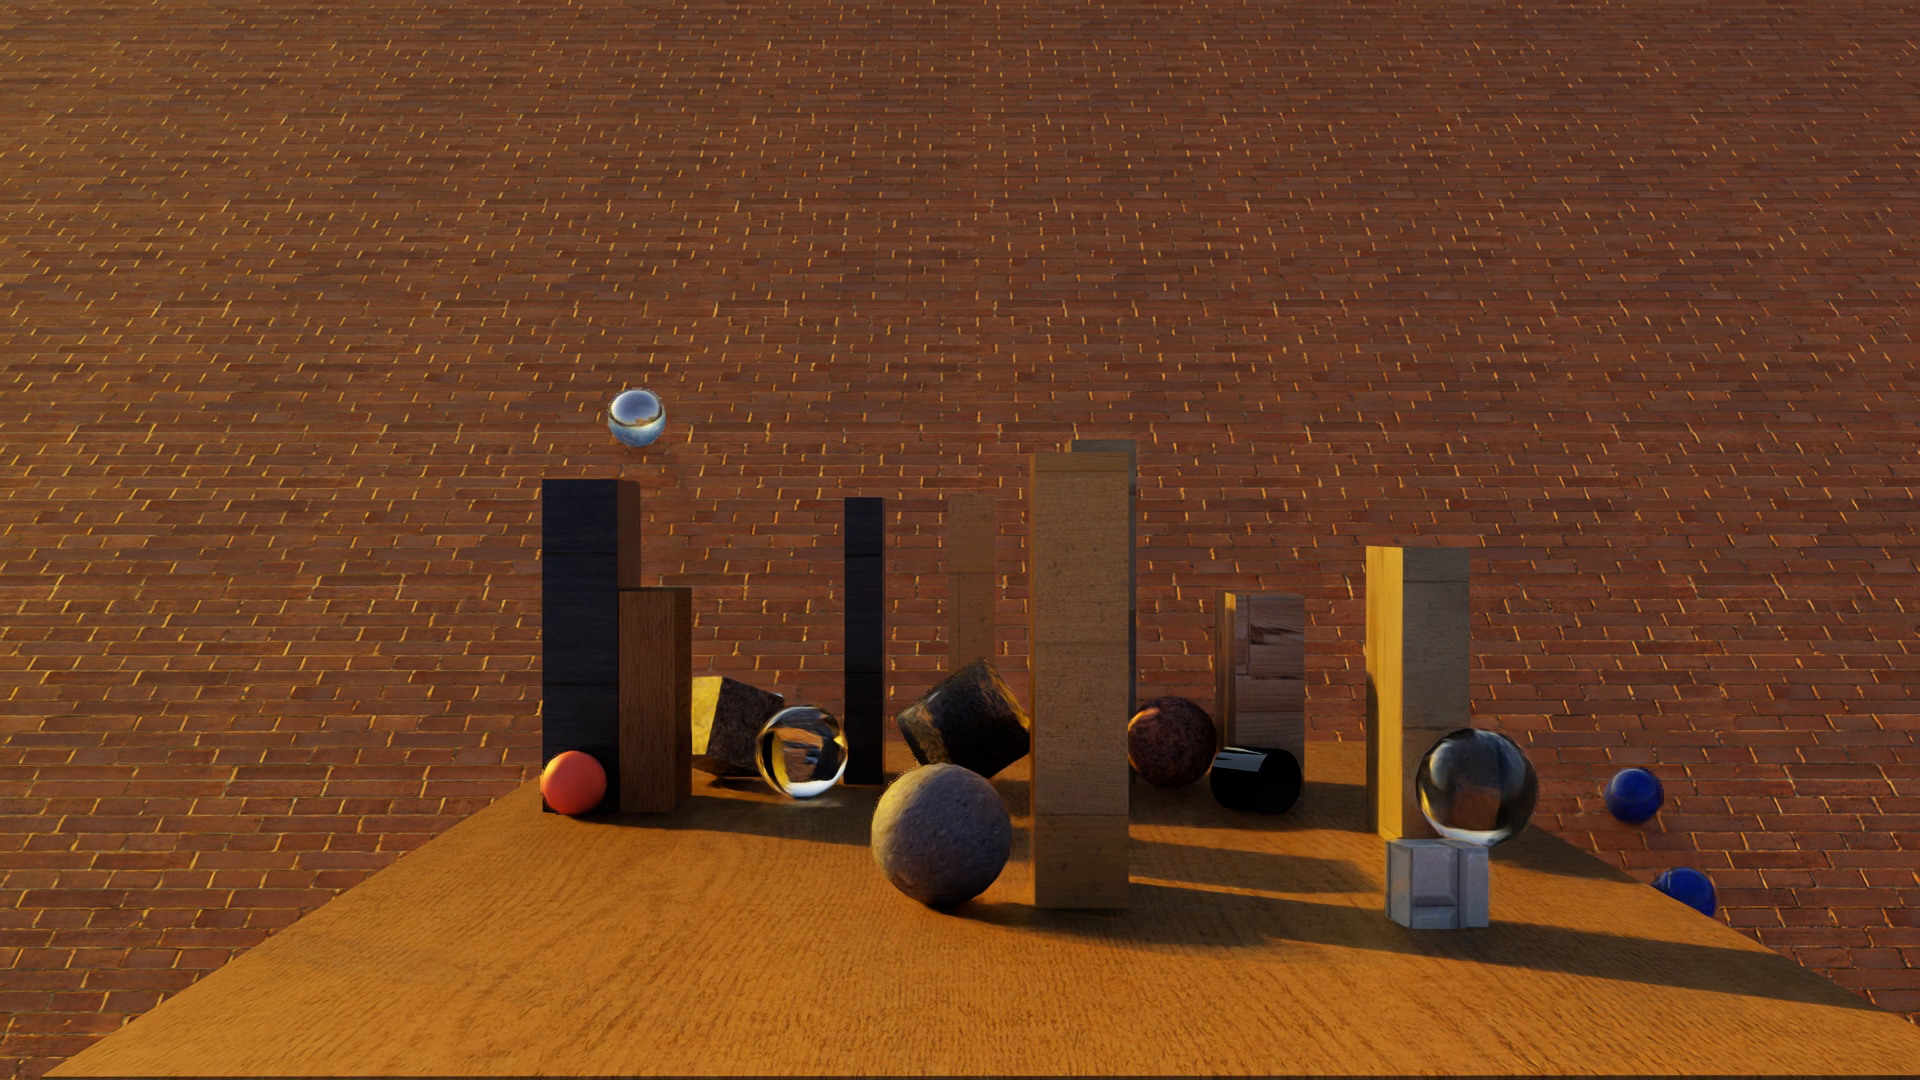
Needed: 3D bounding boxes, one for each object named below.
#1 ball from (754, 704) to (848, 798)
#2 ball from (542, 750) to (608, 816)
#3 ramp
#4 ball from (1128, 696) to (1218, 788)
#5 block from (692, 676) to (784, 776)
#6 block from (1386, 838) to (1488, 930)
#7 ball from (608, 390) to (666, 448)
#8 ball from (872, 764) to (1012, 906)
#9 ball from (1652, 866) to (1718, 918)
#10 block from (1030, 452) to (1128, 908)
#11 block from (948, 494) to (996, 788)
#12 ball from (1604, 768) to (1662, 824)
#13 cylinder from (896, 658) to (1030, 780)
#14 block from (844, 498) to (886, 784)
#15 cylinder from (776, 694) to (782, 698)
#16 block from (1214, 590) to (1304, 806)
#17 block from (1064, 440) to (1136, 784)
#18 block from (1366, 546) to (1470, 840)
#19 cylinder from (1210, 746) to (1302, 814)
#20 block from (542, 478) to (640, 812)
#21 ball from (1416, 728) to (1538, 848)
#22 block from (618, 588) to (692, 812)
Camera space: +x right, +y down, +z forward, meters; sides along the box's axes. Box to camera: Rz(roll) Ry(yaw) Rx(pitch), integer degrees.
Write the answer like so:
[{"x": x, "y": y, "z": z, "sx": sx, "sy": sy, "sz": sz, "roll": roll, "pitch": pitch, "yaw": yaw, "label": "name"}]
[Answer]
[{"x": -0.323, "y": 0.430, "z": 5.272, "sx": 0.191, "sy": 0.191, "sz": 0.191, "roll": 0, "pitch": 29, "yaw": 0, "label": "ball"}, {"x": -0.738, "y": 0.466, "z": 4.953, "sx": 0.124, "sy": 0.124, "sz": 0.124, "roll": 0, "pitch": 29, "yaw": 0, "label": "ball"}, {"x": 0.065, "y": 0.580, "z": 4.626, "sx": 2.000, "sy": 0.100, "sz": 4.000, "roll": 0, "pitch": 0, "yaw": 0, "label": "ramp"}, {"x": 0.447, "y": 0.427, "z": 5.473, "sx": 0.195, "sy": 0.195, "sz": 0.195, "roll": 0, "pitch": 29, "yaw": 0, "label": "ball"}, {"x": -0.517, "y": 0.406, "z": 5.604, "sx": 0.174, "sy": 0.174, "sz": 0.174, "roll": 24, "pitch": -20, "yaw": -38, "label": "block"}, {"x": 0.669, "y": 0.482, "z": 3.631, "sx": 0.110, "sy": 0.110, "sz": 0.110, "roll": 0, "pitch": 0, "yaw": -11, "label": "block"}, {"x": -1.033, "y": -0.389, "z": 8.261, "sx": 0.185, "sy": 0.185, "sz": 0.185, "roll": 0, "pitch": 29, "yaw": 0, "label": "ball"}, {"x": -0.027, "y": 0.433, "z": 3.803, "sx": 0.207, "sy": 0.207, "sz": 0.207, "roll": 0, "pitch": 29, "yaw": 0, "label": "ball"}, {"x": 1.346, "y": 0.671, "z": 4.816, "sx": 0.125, "sy": 0.125, "sz": 0.125, "roll": 0, "pitch": 29, "yaw": 0, "label": "ball"}, {"x": 0.177, "y": 0.203, "z": 3.902, "sx": 0.136, "sy": 0.664, "sz": 0.292, "roll": 0, "pitch": 0, "yaw": 0, "label": "block"}, {"x": 0.024, "y": 0.214, "z": 5.493, "sx": 0.096, "sy": 0.620, "sz": 0.385, "roll": 0, "pitch": 0, "yaw": 0, "label": "block"}, {"x": 1.677, "y": 0.638, "z": 6.444, "sx": 0.138, "sy": 0.138, "sz": 0.138, "roll": 0, "pitch": 29, "yaw": 0, "label": "ball"}, {"x": 0.016, "y": 0.380, "z": 5.192, "sx": 0.210, "sy": 0.210, "sz": 0.210, "roll": -33, "pitch": 31, "yaw": 5, "label": "cylinder"}, {"x": -0.207, "y": 0.215, "z": 5.663, "sx": 0.081, "sy": 0.615, "sz": 0.243, "roll": 0, "pitch": 0, "yaw": 0, "label": "block"}, {"x": -0.496, "y": 0.439, "z": 6.047, "sx": 0.160, "sy": 0.160, "sz": 0.160, "roll": 0, "pitch": 29, "yaw": -7, "label": "cylinder"}, {"x": 0.612, "y": 0.316, "z": 5.311, "sx": 0.136, "sy": 0.418, "sz": 0.407, "roll": 0, "pitch": 0, "yaw": 0, "label": "block"}, {"x": 0.309, "y": 0.153, "z": 5.738, "sx": 0.140, "sy": 0.739, "sz": 0.361, "roll": 0, "pitch": 0, "yaw": 0, "label": "block"}, {"x": 0.810, "y": 0.271, "z": 4.599, "sx": 0.114, "sy": 0.518, "sz": 0.390, "roll": 0, "pitch": 0, "yaw": 0, "label": "block"}, {"x": 0.574, "y": 0.465, "z": 5.021, "sx": 0.125, "sy": 0.125, "sz": 0.125, "roll": -24, "pitch": 16, "yaw": -37, "label": "cylinder"}, {"x": -0.737, "y": 0.204, "z": 5.198, "sx": 0.146, "sy": 0.646, "sz": 0.370, "roll": 0, "pitch": 0, "yaw": 0, "label": "block"}, {"x": 0.860, "y": 0.413, "z": 4.304, "sx": 0.200, "sy": 0.200, "sz": 0.200, "roll": 0, "pitch": 29, "yaw": 0, "label": "ball"}, {"x": -0.607, "y": 0.313, "z": 5.170, "sx": 0.108, "sy": 0.428, "sz": 0.318, "roll": 0, "pitch": 0, "yaw": 0, "label": "block"}]
